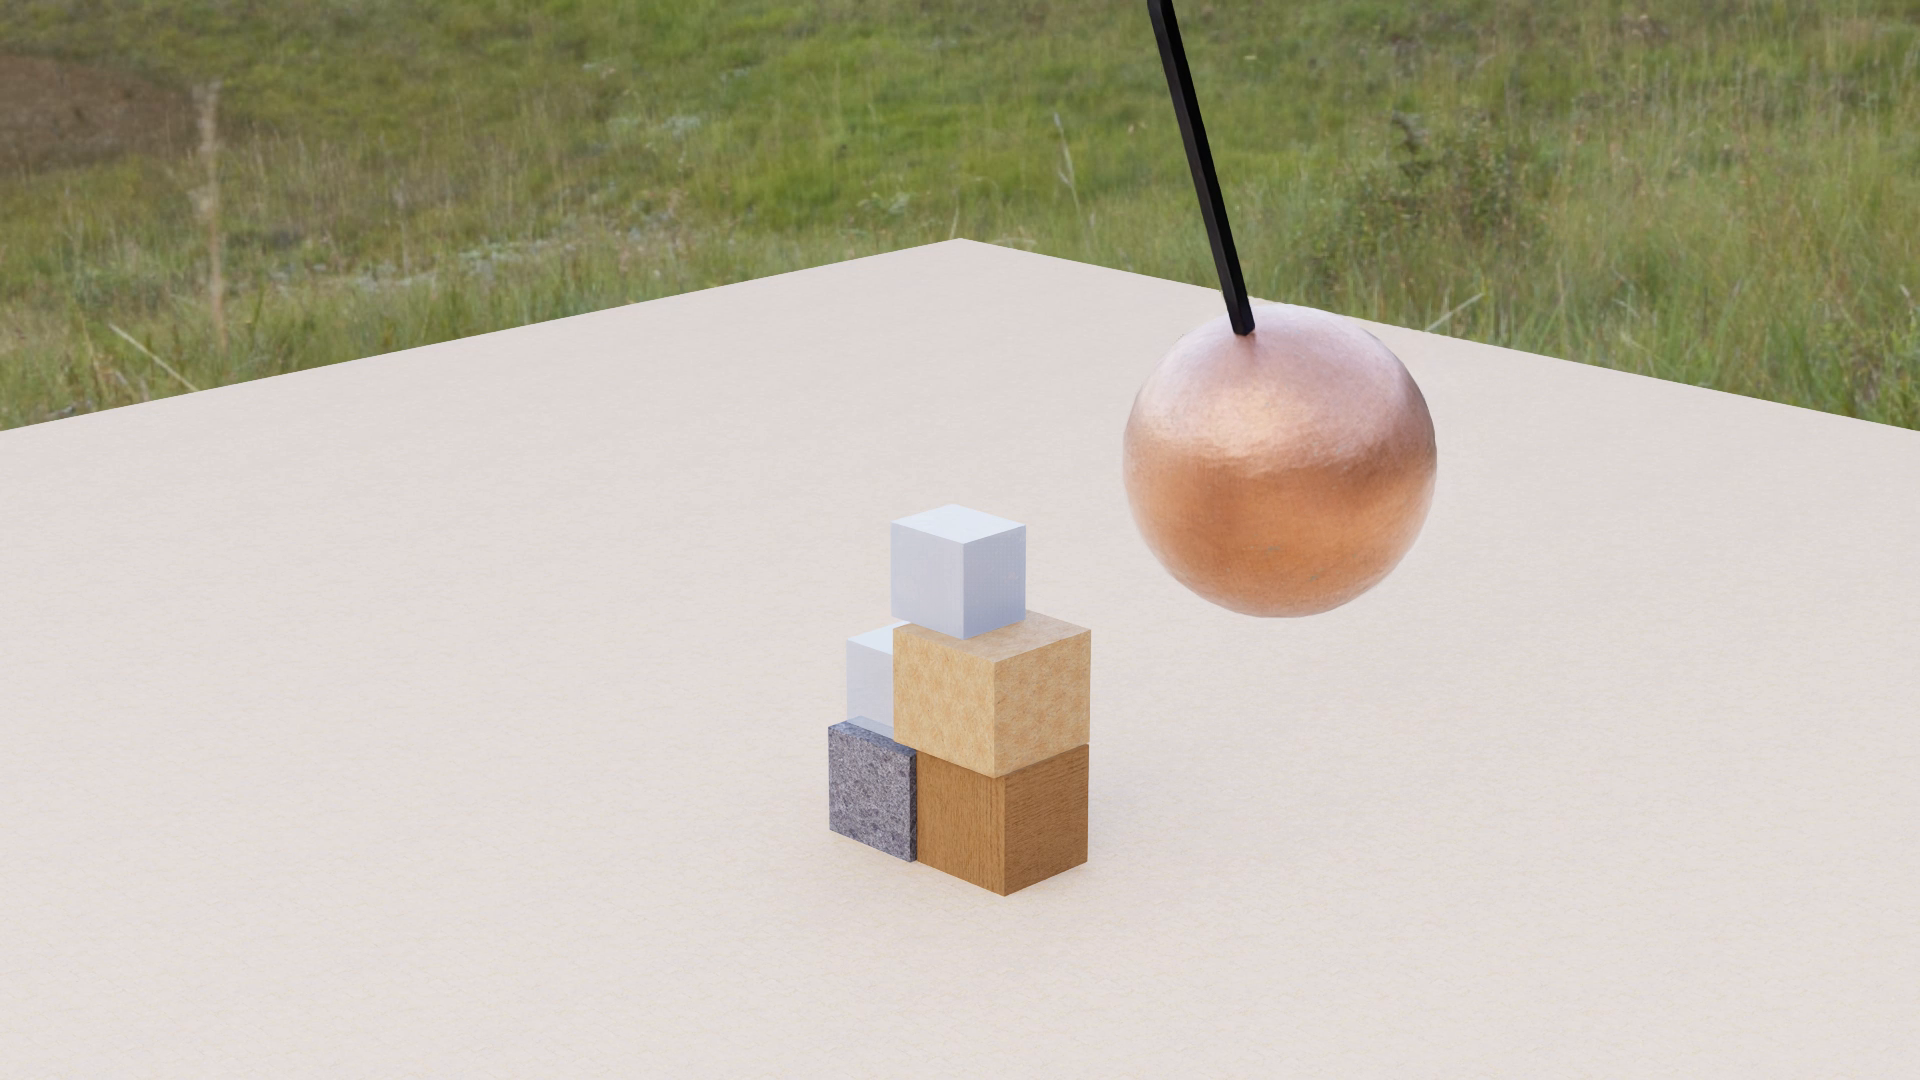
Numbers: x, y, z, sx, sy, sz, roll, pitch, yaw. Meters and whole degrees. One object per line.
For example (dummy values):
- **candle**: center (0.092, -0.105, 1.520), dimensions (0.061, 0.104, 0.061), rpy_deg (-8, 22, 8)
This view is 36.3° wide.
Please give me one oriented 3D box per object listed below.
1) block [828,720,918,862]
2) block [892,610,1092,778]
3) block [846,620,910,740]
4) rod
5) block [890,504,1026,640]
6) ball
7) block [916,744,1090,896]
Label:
- **block**: center (-0.200, 1.119, 13.909), dimensions (0.642, 0.524, 0.551), rpy_deg (-17, 24, -42)
- **block**: center (0.145, 0.664, 13.376), dimensions (0.627, 0.547, 0.646), rpy_deg (-17, 24, -42)
- **block**: center (-0.227, 0.662, 13.798), dimensions (0.435, 0.415, 0.430), rpy_deg (-17, 24, -42)
- **rod**: center (0.703, -3.118, 13.099), dimensions (0.080, 5.200, 0.080), rpy_deg (17, 46, 42)
- **block**: center (-0.009, 0.140, 13.377), dimensions (0.403, 0.454, 0.470), rpy_deg (-17, 24, -42)
- **ball**: center (1.623, -0.397, 14.918), dimensions (1.600, 1.600, 1.600), rpy_deg (0, 17, 0)
- **block**: center (0.196, 1.213, 13.513), dimensions (0.555, 0.583, 0.563), rpy_deg (-17, 24, -42)
